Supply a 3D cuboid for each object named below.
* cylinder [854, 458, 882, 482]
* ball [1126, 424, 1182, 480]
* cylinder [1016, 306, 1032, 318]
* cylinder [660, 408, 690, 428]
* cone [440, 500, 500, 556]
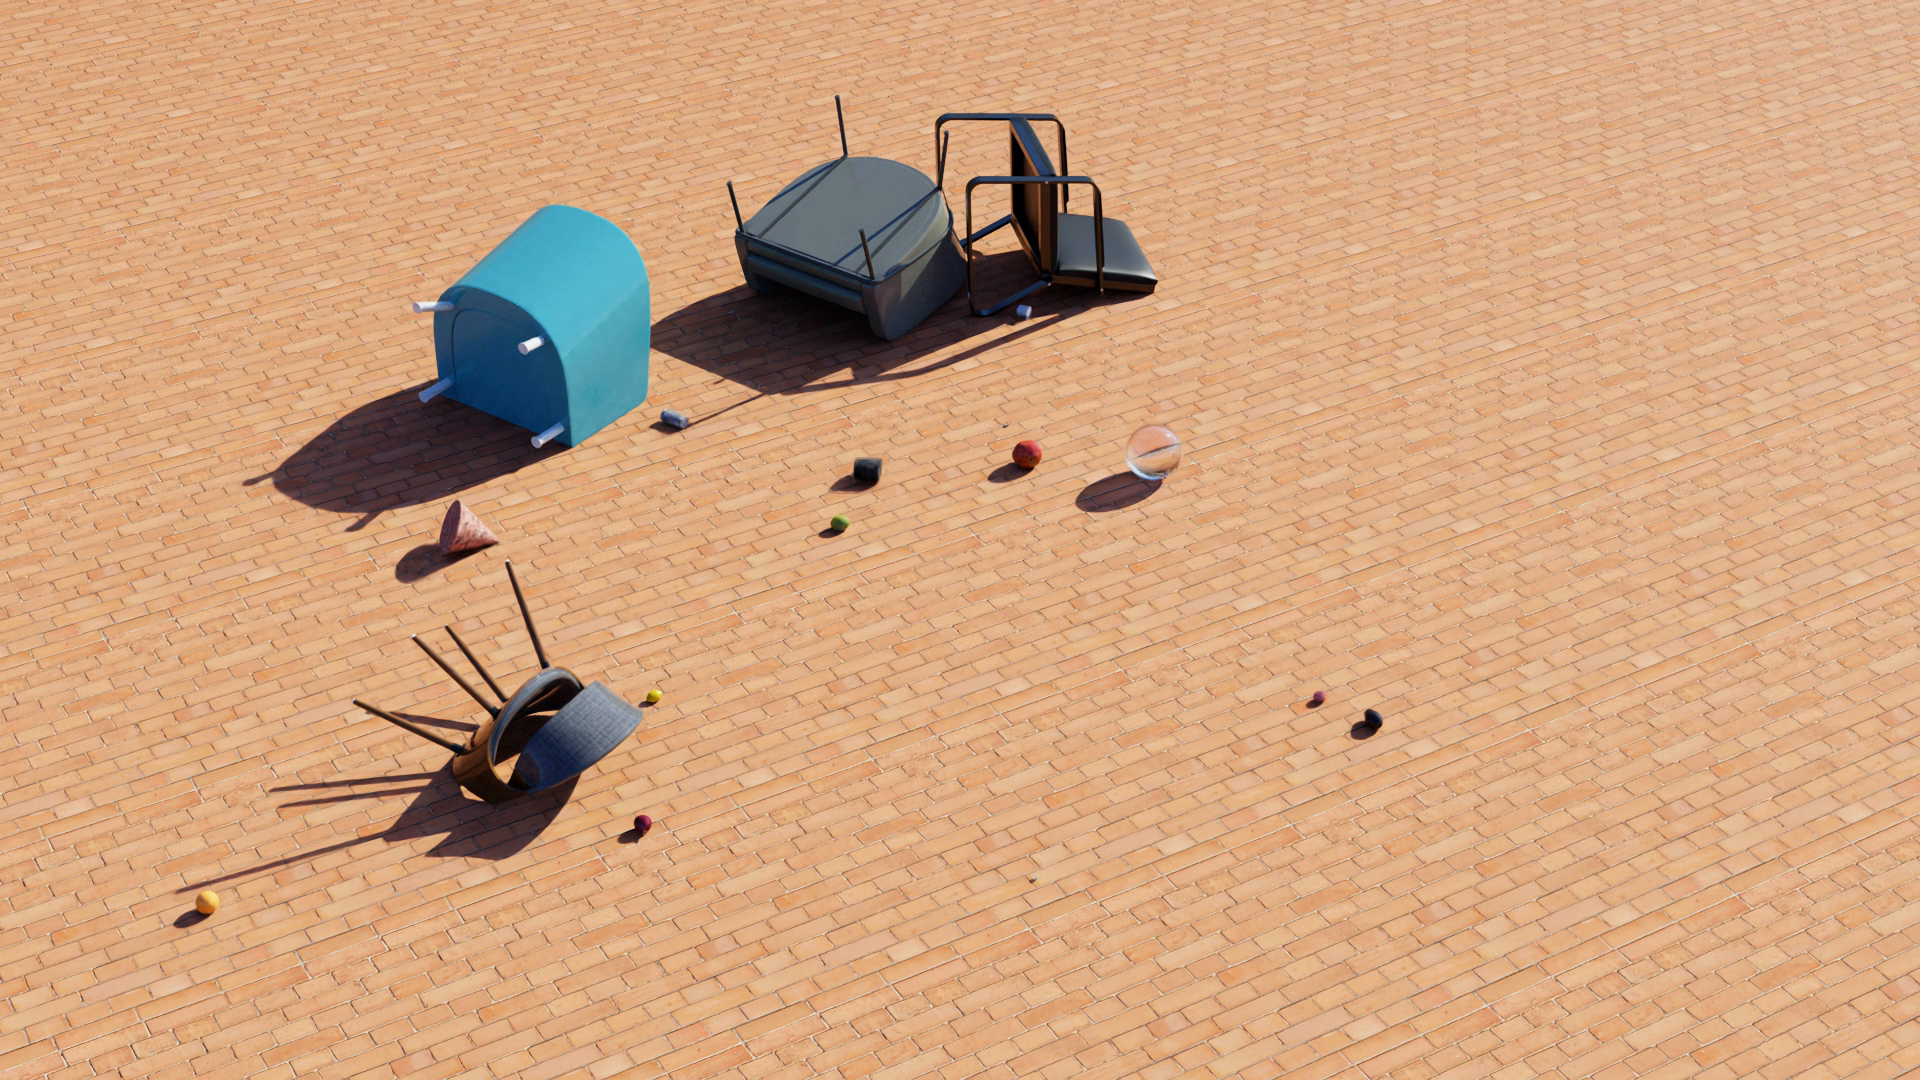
[{"bbox_3d":[-0.355,-0.271,11.288,0.096,0.075,0.096,7,35,6],"label":"cylinder"},{"bbox_3d":[0.743,-0.338,11.260,0.217,0.217,0.217,0,33,0],"label":"ball"},{"bbox_3d":[0.269,-0.962,12.363,0.046,0.045,0.049,15,48,21],"label":"cylinder"},{"bbox_3d":[-1.131,-0.483,11.631,0.107,0.050,0.054,22,18,30],"label":"cylinder"},{"bbox_3d":[-1.799,-0.019,10.889,0.203,0.212,0.206,17,-10,-26],"label":"cone"}]
